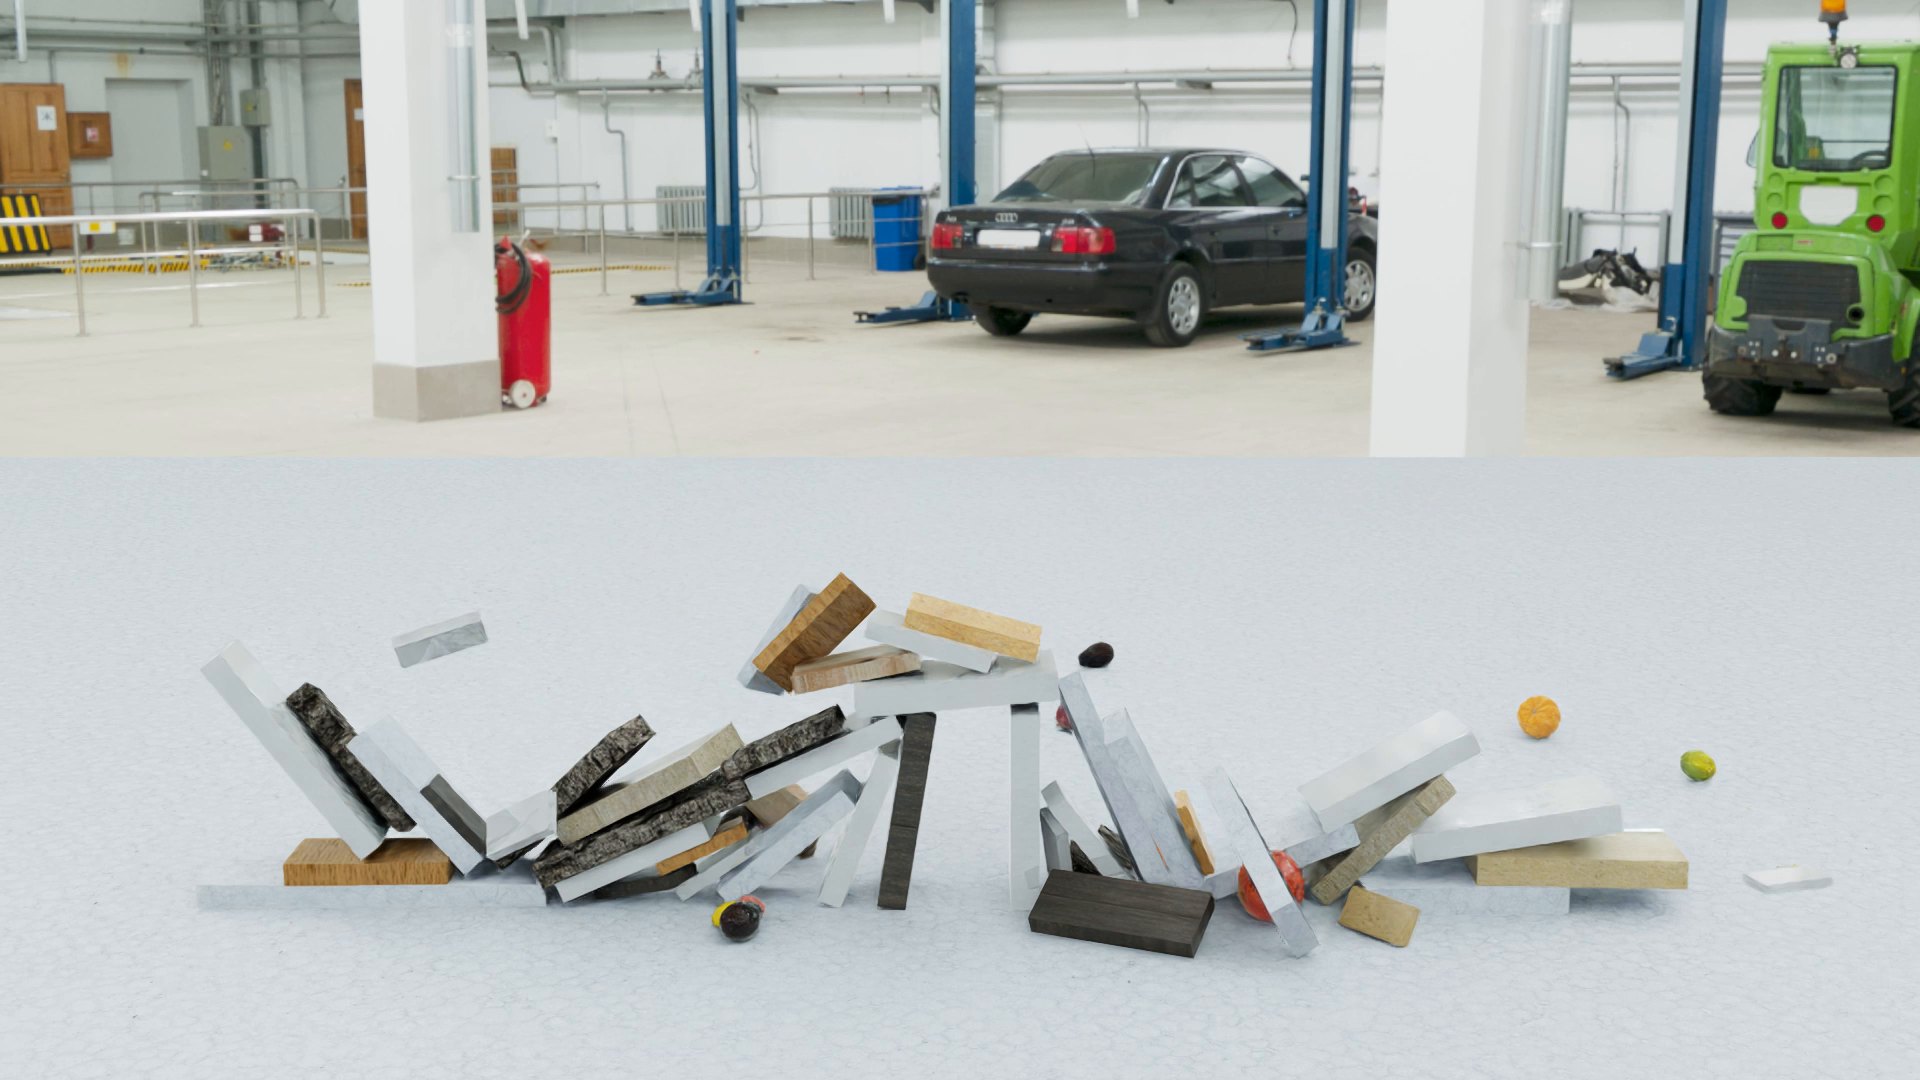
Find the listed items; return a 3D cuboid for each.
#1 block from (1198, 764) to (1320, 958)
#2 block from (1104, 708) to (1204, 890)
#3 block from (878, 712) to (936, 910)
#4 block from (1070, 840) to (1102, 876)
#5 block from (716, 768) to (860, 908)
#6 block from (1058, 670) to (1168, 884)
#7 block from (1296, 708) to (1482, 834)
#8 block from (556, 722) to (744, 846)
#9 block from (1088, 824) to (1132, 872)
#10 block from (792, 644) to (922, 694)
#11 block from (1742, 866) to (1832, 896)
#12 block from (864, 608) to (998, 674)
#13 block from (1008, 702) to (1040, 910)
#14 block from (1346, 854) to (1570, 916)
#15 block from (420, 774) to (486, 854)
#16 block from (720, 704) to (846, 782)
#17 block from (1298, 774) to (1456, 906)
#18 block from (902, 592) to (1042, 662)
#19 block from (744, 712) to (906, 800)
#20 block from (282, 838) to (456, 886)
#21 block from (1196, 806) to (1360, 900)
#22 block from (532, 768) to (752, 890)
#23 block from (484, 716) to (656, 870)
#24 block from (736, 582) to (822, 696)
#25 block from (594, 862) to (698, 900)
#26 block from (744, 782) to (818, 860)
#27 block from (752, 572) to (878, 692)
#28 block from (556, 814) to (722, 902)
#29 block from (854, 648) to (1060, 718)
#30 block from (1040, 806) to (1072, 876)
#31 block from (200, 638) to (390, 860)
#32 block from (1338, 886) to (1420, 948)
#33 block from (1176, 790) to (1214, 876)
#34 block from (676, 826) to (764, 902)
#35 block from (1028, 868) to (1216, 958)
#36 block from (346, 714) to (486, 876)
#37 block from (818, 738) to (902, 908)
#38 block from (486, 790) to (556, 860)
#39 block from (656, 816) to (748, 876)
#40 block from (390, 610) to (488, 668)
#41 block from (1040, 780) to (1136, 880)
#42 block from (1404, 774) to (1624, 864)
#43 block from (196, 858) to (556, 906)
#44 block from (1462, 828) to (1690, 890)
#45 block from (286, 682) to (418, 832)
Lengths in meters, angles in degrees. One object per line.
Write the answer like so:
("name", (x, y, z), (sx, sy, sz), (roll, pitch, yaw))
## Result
("block", (0.466, 0.499, 3.433), (0.040, 0.143, 0.285), (-29, 45, 4))
("block", (0.318, 0.427, 3.615), (0.040, 0.285, 0.143), (-26, 11, 9))
("block", (-0.087, 0.426, 3.641), (0.047, 0.329, 0.164), (9, 10, -2))
("block", (0.217, 0.546, 3.736), (0.072, 0.021, 0.145), (37, 13, 2))
("block", (-0.283, 0.492, 3.647), (0.268, 0.038, 0.134), (-39, 8, 7))
("block", (0.250, 0.397, 3.672), (0.040, 0.365, 0.143), (-23, -6, -2))
("block", (0.708, 0.381, 3.639), (0.285, 0.040, 0.143), (-28, 11, 1))
("block", (-0.513, 0.402, 3.612), (0.304, 0.043, 0.152), (-27, 5, 25))
("block", (0.262, 0.539, 3.784), (0.072, 0.021, 0.145), (35, 13, 1))
("block", (-0.168, 0.206, 3.616), (0.210, 0.030, 0.105), (-12, 10, 3))
("block", (1.396, 0.574, 3.708), (0.129, 0.018, 0.064), (-4, 11, -16))
("block", (-0.045, 0.164, 3.592), (0.210, 0.030, 0.105), (16, 11, 5))
("block", (0.106, 0.428, 3.641), (0.047, 0.329, 0.164), (0, 11, 0))
("block", (0.818, 0.570, 3.646), (0.336, 0.048, 0.168), (-1, 11, -3))
("block", (-0.830, 0.453, 3.641), (0.020, 0.142, 0.071), (-42, 7, 6))
("block", (-0.287, 0.329, 3.574), (0.200, 0.028, 0.100), (-24, 5, 6))
("block", (0.689, 0.478, 3.657), (0.285, 0.040, 0.143), (-43, 9, 6))
("block", (0.022, 0.142, 3.614), (0.222, 0.031, 0.111), (15, 14, 1))
("block", (-0.220, 0.339, 3.615), (0.268, 0.038, 0.134), (-24, 9, 4))
("block", (-0.974, 0.534, 3.660), (0.266, 0.038, 0.133), (0, 11, -2))
("block", (0.513, 0.517, 3.664), (0.285, 0.040, 0.143), (-22, 11, 3))
("block", (-0.515, 0.465, 3.637), (0.373, 0.043, 0.152), (-24, 6, 4))
("block", (-0.650, 0.421, 3.679), (0.304, 0.043, 0.152), (-43, -3, 13))
("block", (-0.286, 0.169, 3.706), (0.028, 0.200, 0.100), (41, 12, 33))
("block", (-0.521, 0.563, 3.638), (0.157, 0.022, 0.078), (-12, 6, 27))
("block", (-0.318, 0.466, 3.887), (0.028, 0.100, 0.200), (-10, 35, -41))
("block", (-0.242, 0.156, 3.679), (0.030, 0.210, 0.105), (44, 0, 33))
("block", (-0.532, 0.515, 3.650), (0.266, 0.038, 0.133), (-23, 6, 5))
("block", (-0.006, 0.234, 3.605), (0.329, 0.047, 0.164), (-5, 10, 0))
("block", (0.161, 0.516, 3.626), (0.021, 0.145, 0.072), (-18, 36, -13))
("block", (-1.088, 0.343, 3.620), (0.041, 0.402, 0.144), (-37, 10, -1))
("block", (0.661, 0.594, 3.469), (0.018, 0.064, 0.129), (28, -9, -38))
("block", (0.387, 0.482, 3.622), (0.018, 0.129, 0.064), (-21, 16, 10))
("block", (-0.398, 0.538, 3.660), (0.157, 0.022, 0.078), (-34, 8, 7))
("block", (0.254, 0.587, 3.468), (0.272, 0.031, 0.111), (5, 39, 25))
("block", (-0.893, 0.424, 3.679), (0.041, 0.289, 0.144), (-42, 3, 5))
("block", (-0.164, 0.461, 3.641), (0.038, 0.268, 0.134), (22, 10, -3))
("block", (-0.717, 0.465, 3.592), (0.142, 0.071, 0.020), (-26, -38, 27))
("block", (-0.426, 0.504, 3.627), (0.157, 0.022, 0.078), (-24, 6, -6))
("block", (-0.831, 0.159, 3.517), (0.142, 0.020, 0.071), (-18, -28, -13))
("block", (0.219, 0.501, 3.613), (0.031, 0.222, 0.111), (-38, 12, 2))
("block", (0.907, 0.461, 3.648), (0.336, 0.048, 0.168), (-9, 10, 4))
("block", (-0.965, 0.571, 3.668), (0.572, 0.038, 0.133), (0, 11, 0))
("block", (1.011, 0.524, 3.636), (0.336, 0.048, 0.168), (1, 11, 3))
("block", (-1.017, 0.370, 3.714), (0.041, 0.289, 0.144), (-40, -1, -10))
